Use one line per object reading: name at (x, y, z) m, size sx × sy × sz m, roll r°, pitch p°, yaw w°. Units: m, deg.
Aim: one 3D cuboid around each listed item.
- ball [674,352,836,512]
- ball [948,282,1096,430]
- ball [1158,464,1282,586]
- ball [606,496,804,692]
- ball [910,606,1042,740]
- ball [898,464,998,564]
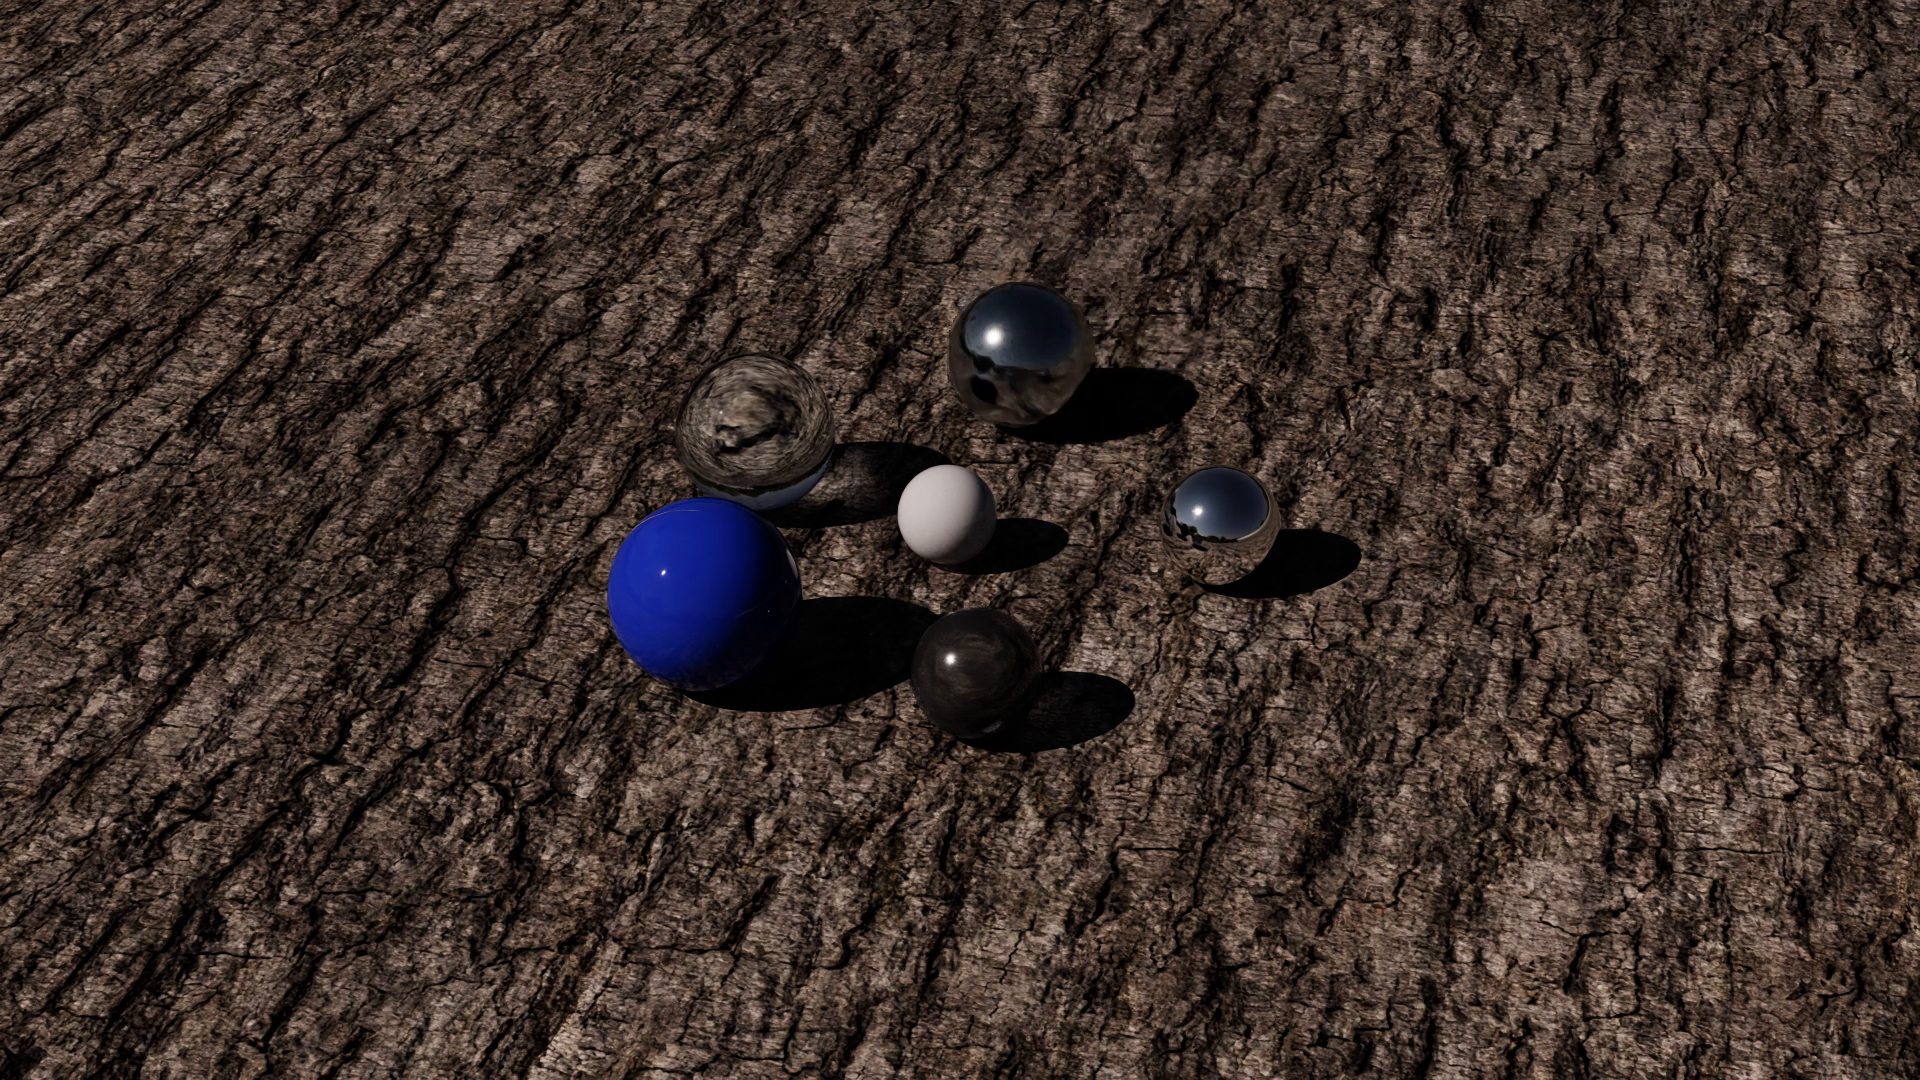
ball at (-0.113, -0.059, 1.621) m, size 0.088 × 0.088 × 0.088 m, roll 0°, pitch 32°, yaw 0°
ball at (0.036, -0.107, 1.700) m, size 0.085 × 0.085 × 0.085 m, roll 0°, pitch 32°, yaw 0°
ball at (0.138, -0.008, 1.560) m, size 0.065 × 0.065 × 0.065 m, roll 0°, pitch 32°, yaw 0°
ball at (-0.127, 0.027, 1.472) m, size 0.098 × 0.098 × 0.098 m, roll 0°, pitch 32°, yaw 0°
ball at (0.008, 0.065, 1.442) m, size 0.065 × 0.065 × 0.065 m, roll 0°, pitch 32°, yaw 0°
ball at (-0.007, -0.014, 1.580) m, size 0.054 × 0.054 × 0.054 m, roll 0°, pitch 32°, yaw 0°
